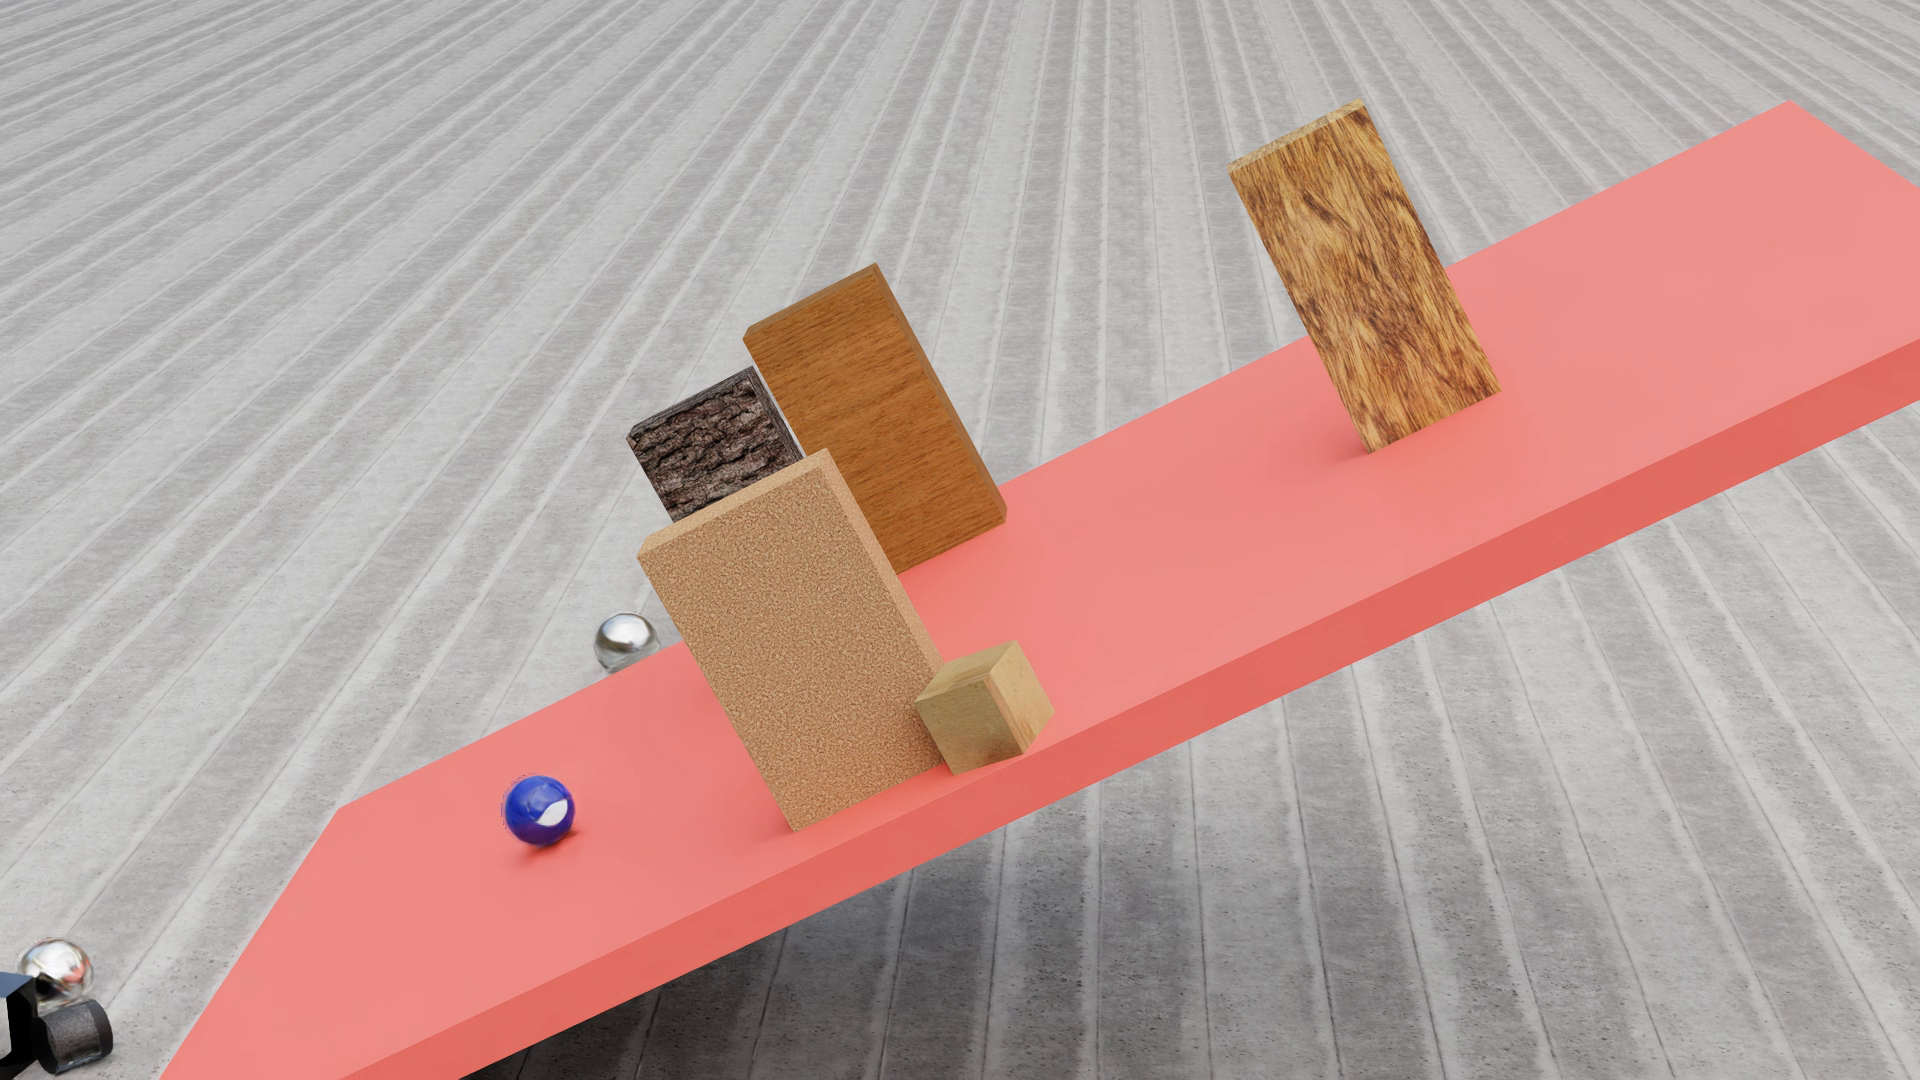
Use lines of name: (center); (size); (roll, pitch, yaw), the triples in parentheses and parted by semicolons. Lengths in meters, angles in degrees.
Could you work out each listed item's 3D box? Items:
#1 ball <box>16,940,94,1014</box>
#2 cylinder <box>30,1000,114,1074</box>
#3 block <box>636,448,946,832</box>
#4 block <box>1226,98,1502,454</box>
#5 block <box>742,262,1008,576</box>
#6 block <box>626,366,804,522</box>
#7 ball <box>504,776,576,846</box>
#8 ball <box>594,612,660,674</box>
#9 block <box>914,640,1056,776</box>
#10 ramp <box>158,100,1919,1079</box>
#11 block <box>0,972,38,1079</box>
ball: (-2.042, 0.987, 6.634); (0.169, 0.169, 0.169); (0, 17, 0)
cylinder: (-1.932, 1.081, 6.399); (0.128, 0.128, 0.128); (-15, 23, -41)
block: (-0.281, 0.191, 5.517); (0.386, 0.612, 0.129); (-26, 14, 10)
block: (0.812, -0.527, 5.905); (0.296, 0.643, 0.110); (-26, 14, 10)
block: (-0.195, -0.271, 6.898); (0.340, 0.666, 0.128); (-26, 14, 10)
block: (-0.444, -0.026, 6.539); (0.304, 0.649, 0.116); (-26, 14, 10)
ball: (-0.899, 0.579, 6.294); (0.152, 0.152, 0.152); (0, 17, 0)
ball: (-0.995, 0.315, 8.781); (0.194, 0.194, 0.194); (0, 17, 0)
block: (0.046, 0.308, 5.413); (0.159, 0.159, 0.159); (-20, 16, 32)
ramp: (0.140, 0.167, 6.281); (4.000, 0.100, 2.000); (-26, 14, 10)
block: (-2.131, 1.059, 6.360); (0.191, 0.191, 0.191); (5, 18, 15)
